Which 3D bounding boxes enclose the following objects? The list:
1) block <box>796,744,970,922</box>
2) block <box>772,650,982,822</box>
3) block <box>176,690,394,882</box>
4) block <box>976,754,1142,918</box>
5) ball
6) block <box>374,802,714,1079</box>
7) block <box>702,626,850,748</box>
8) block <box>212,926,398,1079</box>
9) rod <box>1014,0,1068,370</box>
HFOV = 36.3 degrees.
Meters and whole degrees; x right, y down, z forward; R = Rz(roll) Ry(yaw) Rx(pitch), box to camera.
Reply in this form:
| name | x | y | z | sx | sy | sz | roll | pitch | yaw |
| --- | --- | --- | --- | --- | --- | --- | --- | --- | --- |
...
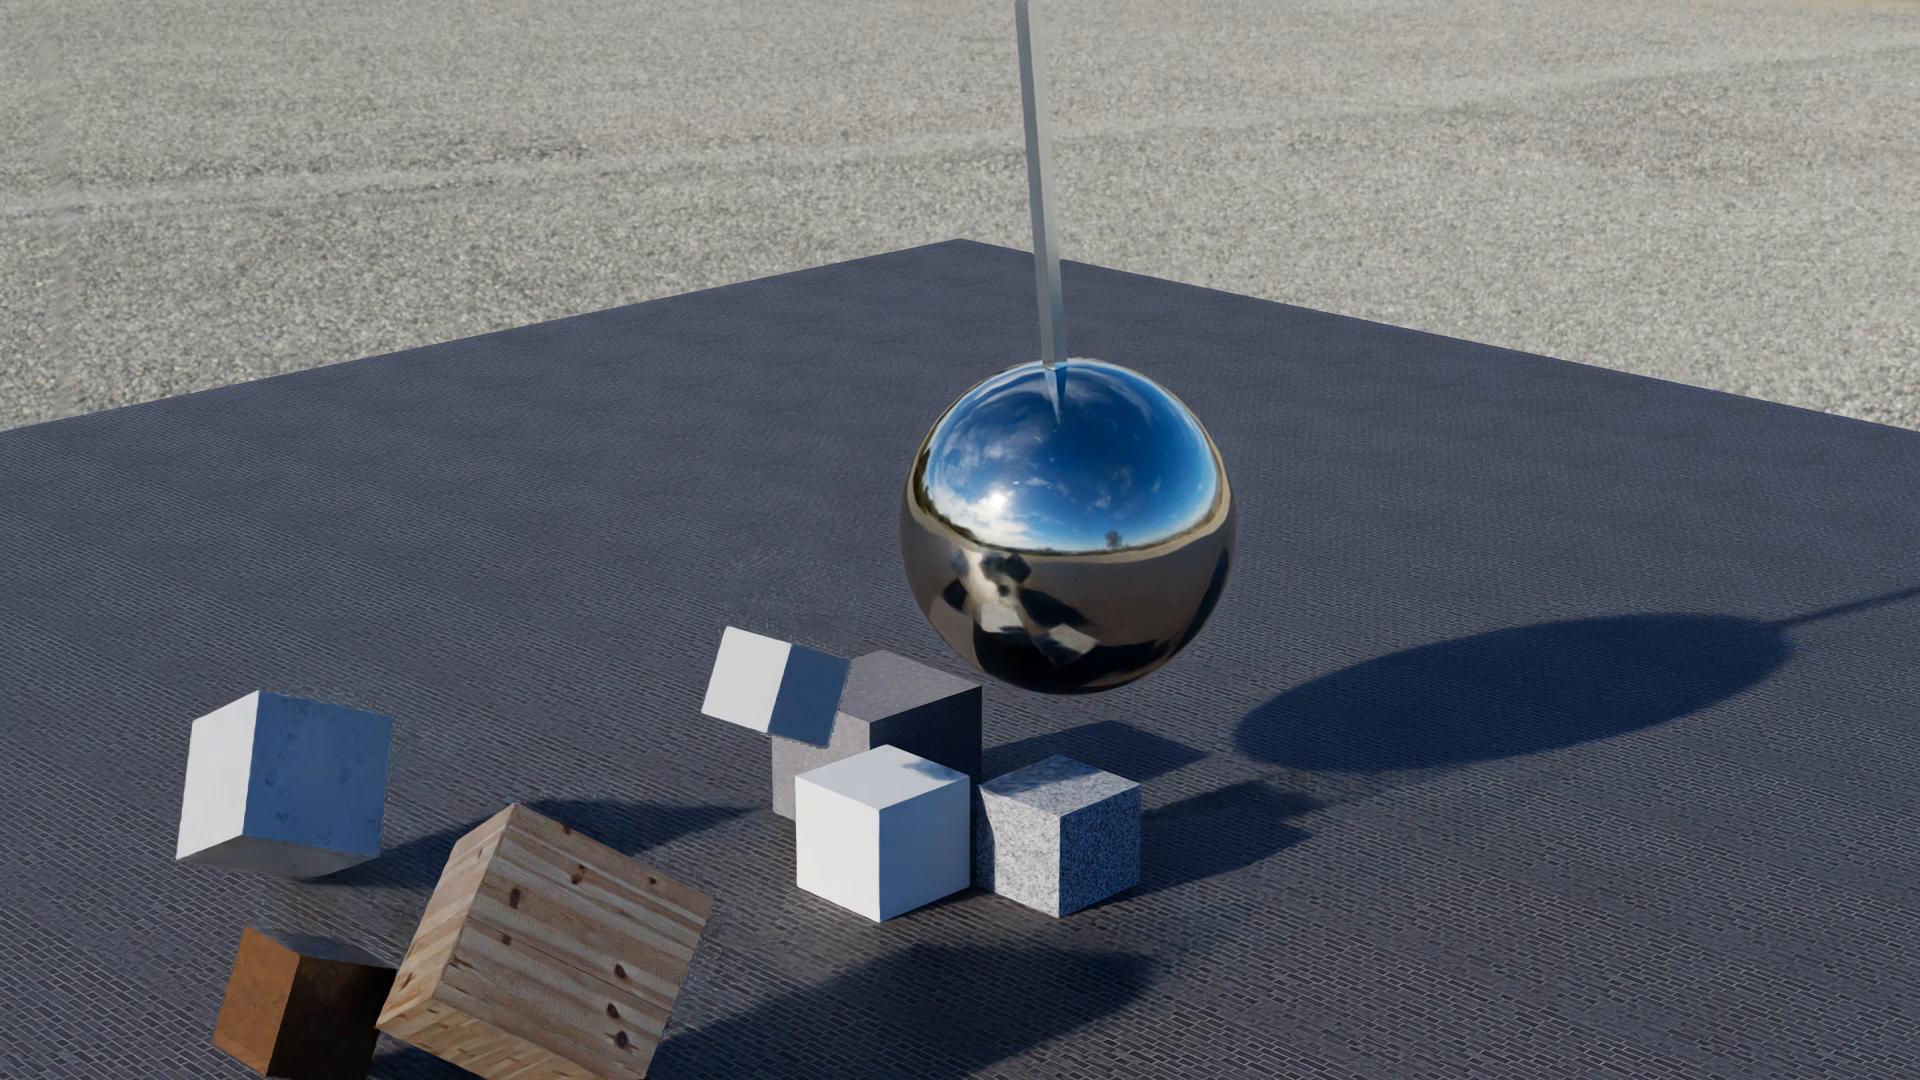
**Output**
| name | x | y | z | sx | sy | sz | roll | pitch | yaw |
| --- | --- | --- | --- | --- | --- | --- | --- | --- | --- |
| block | -0.347 | 1.318 | 13.252 | 0.562 | 0.539 | 0.549 | -16 | 24 | -42 |
| block | -0.399 | 1.002 | 14.065 | 0.720 | 0.654 | 0.702 | -16 | 24 | -41 |
| block | -3.001 | 1.102 | 13.026 | 0.633 | 0.637 | 0.743 | 15 | -22 | -33 |
| block | 0.446 | 1.335 | 13.286 | 0.537 | 0.486 | 0.515 | -17 | 24 | -42 |
| ball | 0.508 | -0.064 | 13.854 | 1.600 | 1.600 | 1.600 | 0 | 17 | 0 |
| block | -1.562 | 1.589 | 11.004 | 0.840 | 0.790 | 0.764 | 29 | -27 | -16 |
| block | -0.788 | 0.628 | 12.564 | 0.384 | 0.387 | 0.401 | 14 | -4 | 38 |
| block | -2.521 | 1.793 | 11.275 | 0.435 | 0.469 | 0.437 | 17 | -2 | -42 |
| rod | 0.220 | -3.198 | 12.567 | 0.080 | 5.200 | 0.080 | 17 | 31 | 42 |
